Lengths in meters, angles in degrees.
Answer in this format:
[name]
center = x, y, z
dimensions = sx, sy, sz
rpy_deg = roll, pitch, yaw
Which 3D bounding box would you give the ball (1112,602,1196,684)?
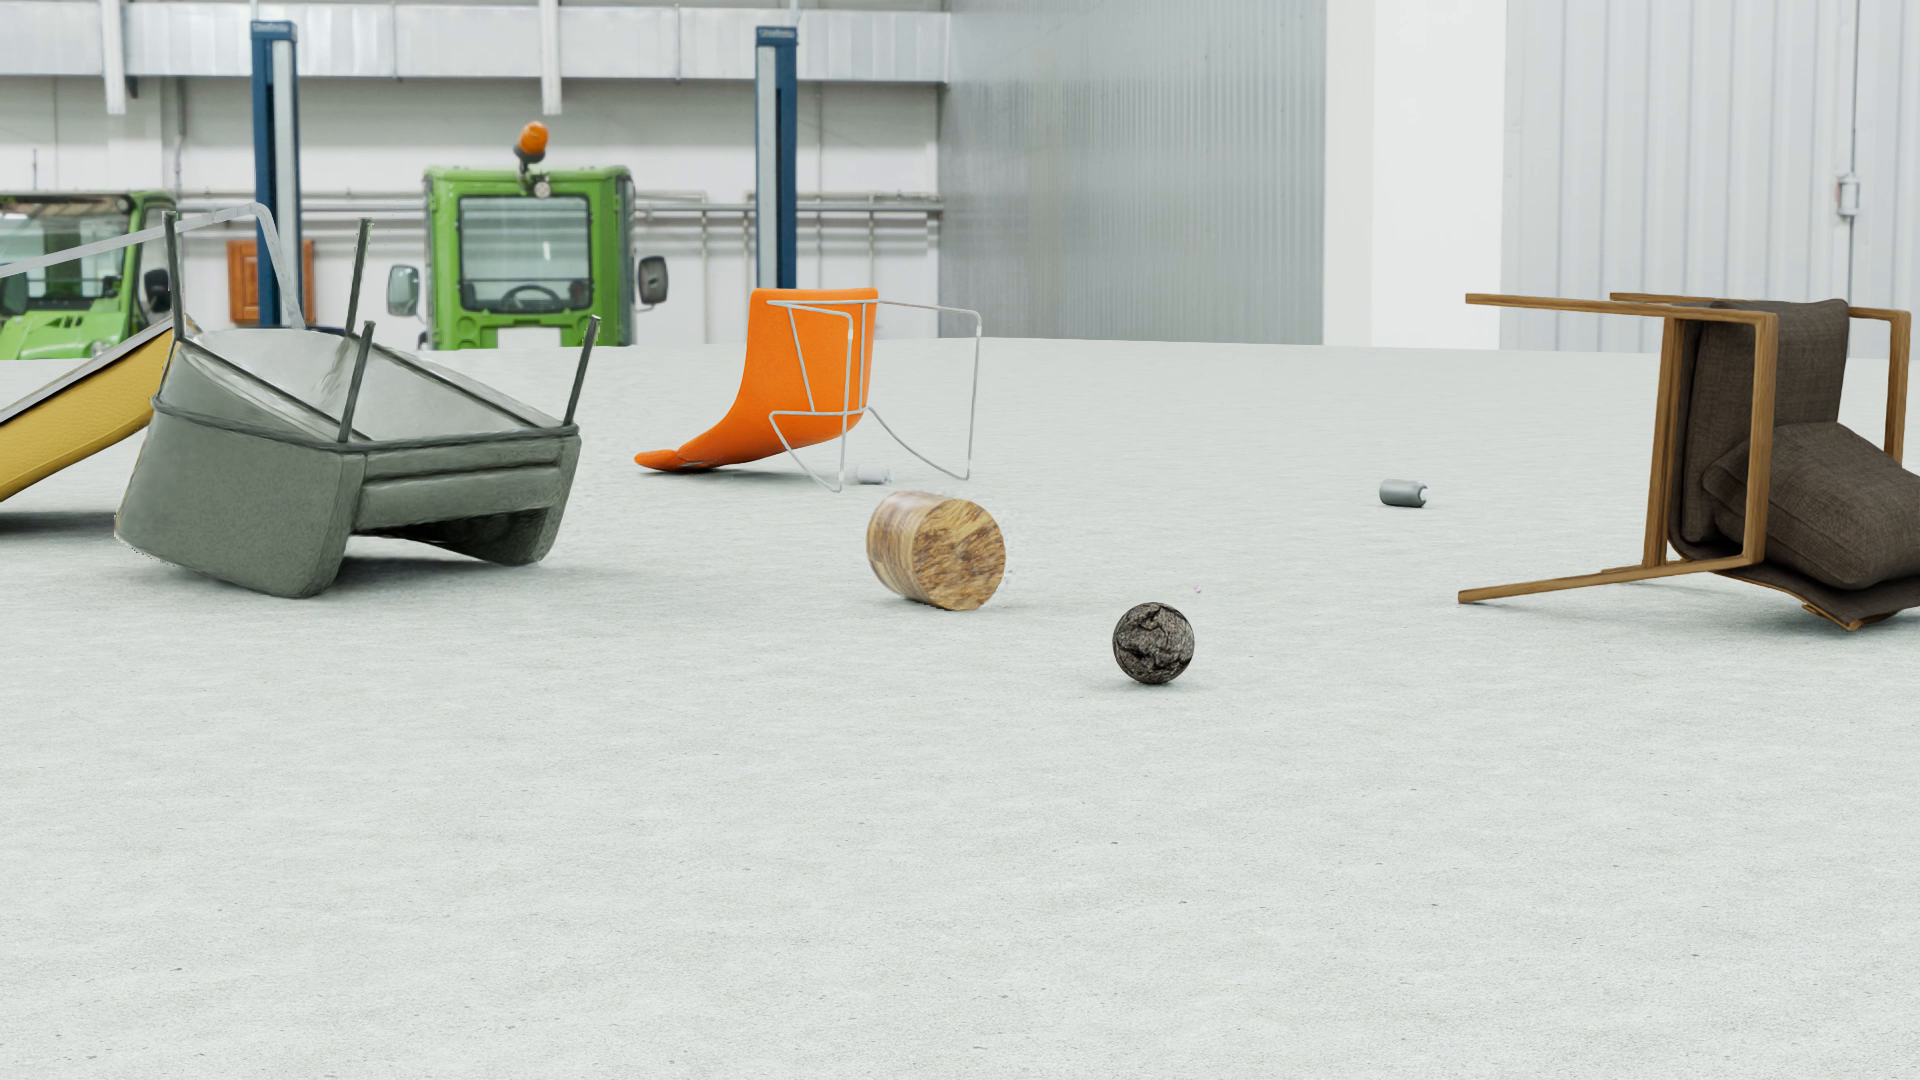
[ball]
center = 0.313, 0.167, 4.144
dimensions = 0.133, 0.133, 0.133
rpy_deg = 0, 6, 0

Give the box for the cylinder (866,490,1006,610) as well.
[cylinder]
center = -0.051, 0.018, 5.155
dimensions = 0.197, 0.224, 0.249
rpy_deg = -20, 13, -21
